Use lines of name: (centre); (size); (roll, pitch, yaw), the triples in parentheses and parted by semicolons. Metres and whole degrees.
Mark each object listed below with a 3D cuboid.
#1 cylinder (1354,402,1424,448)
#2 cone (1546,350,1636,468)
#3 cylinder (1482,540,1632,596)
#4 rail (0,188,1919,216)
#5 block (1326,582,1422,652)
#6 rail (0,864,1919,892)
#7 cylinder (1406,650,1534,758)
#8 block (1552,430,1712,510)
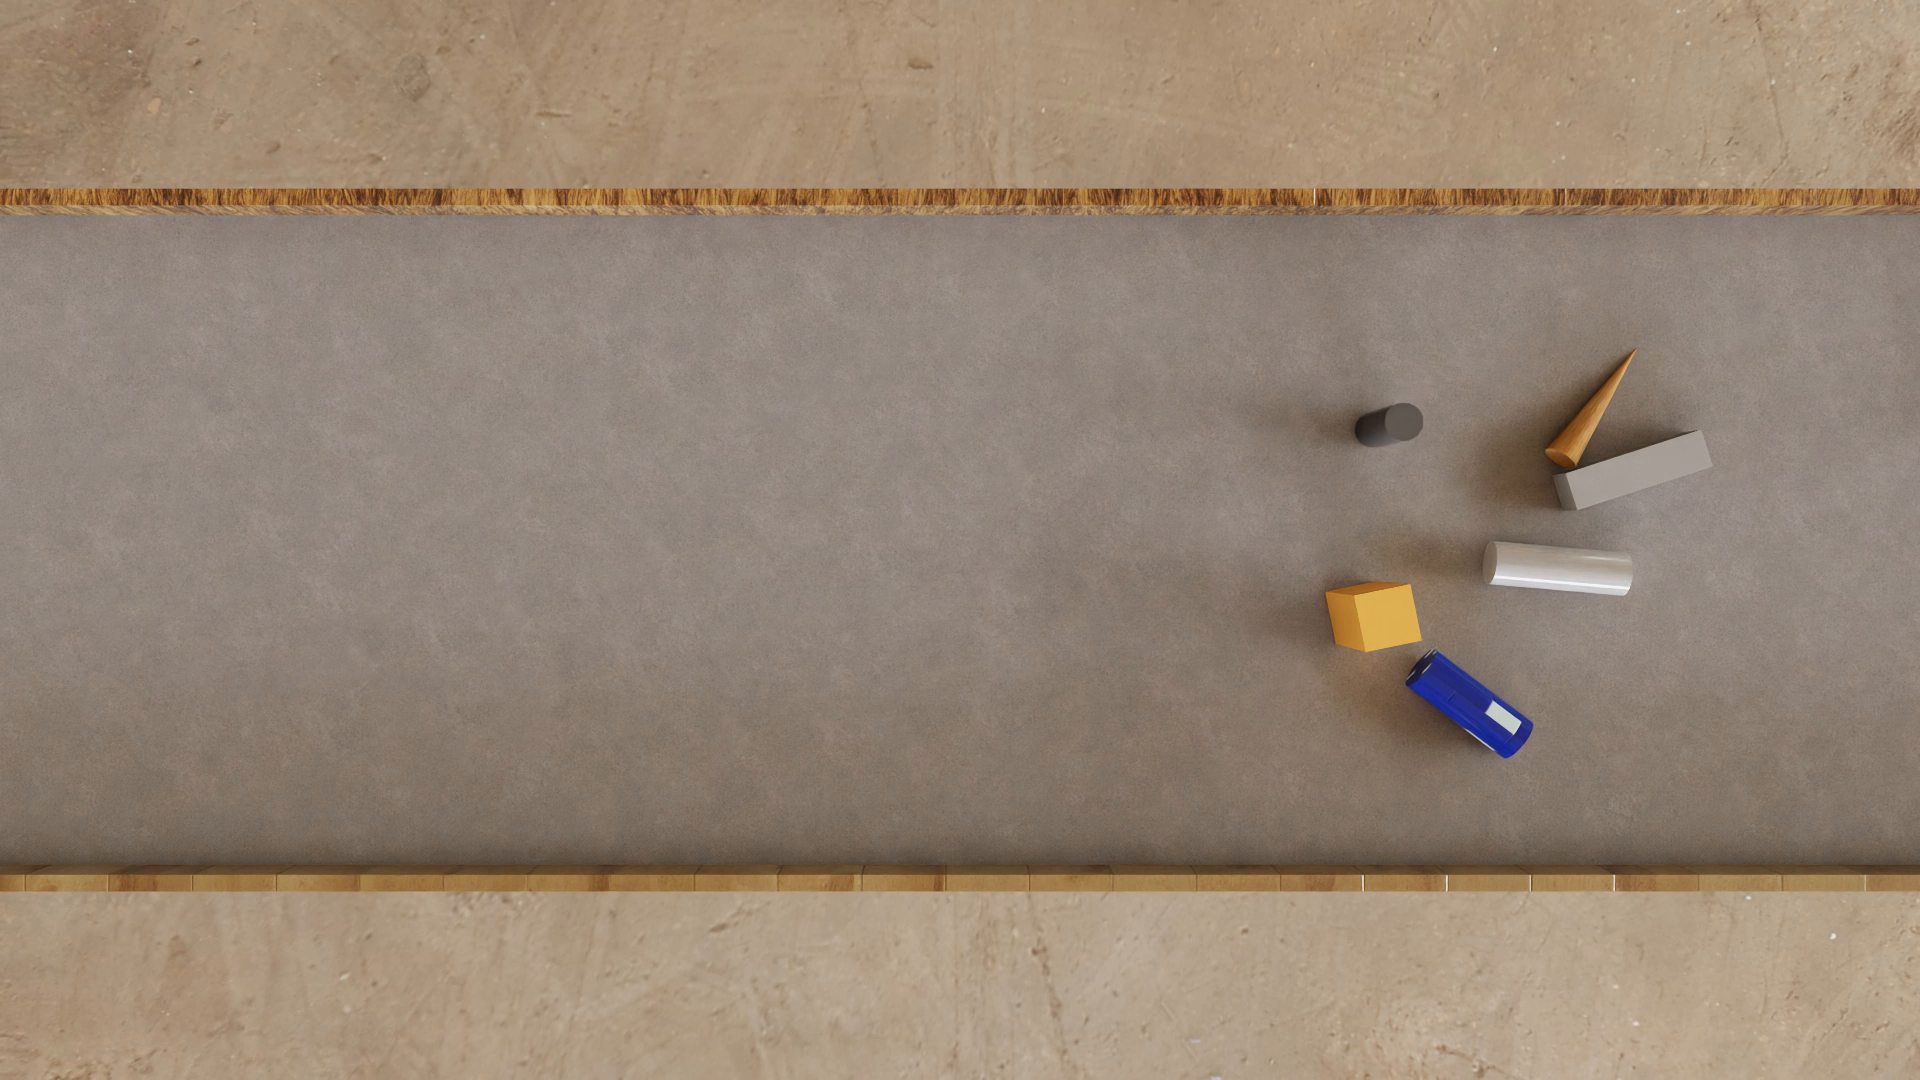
cylinder: (1.265, -0.338, 4.877); (0.109, 0.397, 0.109); (0, 91, 1)
cone: (1.960, -0.424, 5.051); (0.101, 0.101, 0.440); (36, 83, 0)
cylinder: (1.813, 0.086, 5.011); (0.409, 0.132, 0.132); (5, 90, 0)
rail: (-2.247, -1.025, 5.002); (12.000, 0.150, 0.050); (0, 90, 0)
block: (1.221, 0.223, 4.892); (0.164, 0.368, 0.164); (-12, 90, 0)
rail: (-2.247, 1.025, 5.001); (12.000, 0.150, 0.050); (0, 90, 0)
cylinder: (1.545, 0.497, 5.006); (0.366, 0.141, 0.141); (37, 90, 0)
block: (2.043, -0.211, 5.018); (0.428, 0.116, 0.116); (-18, 90, 0)
